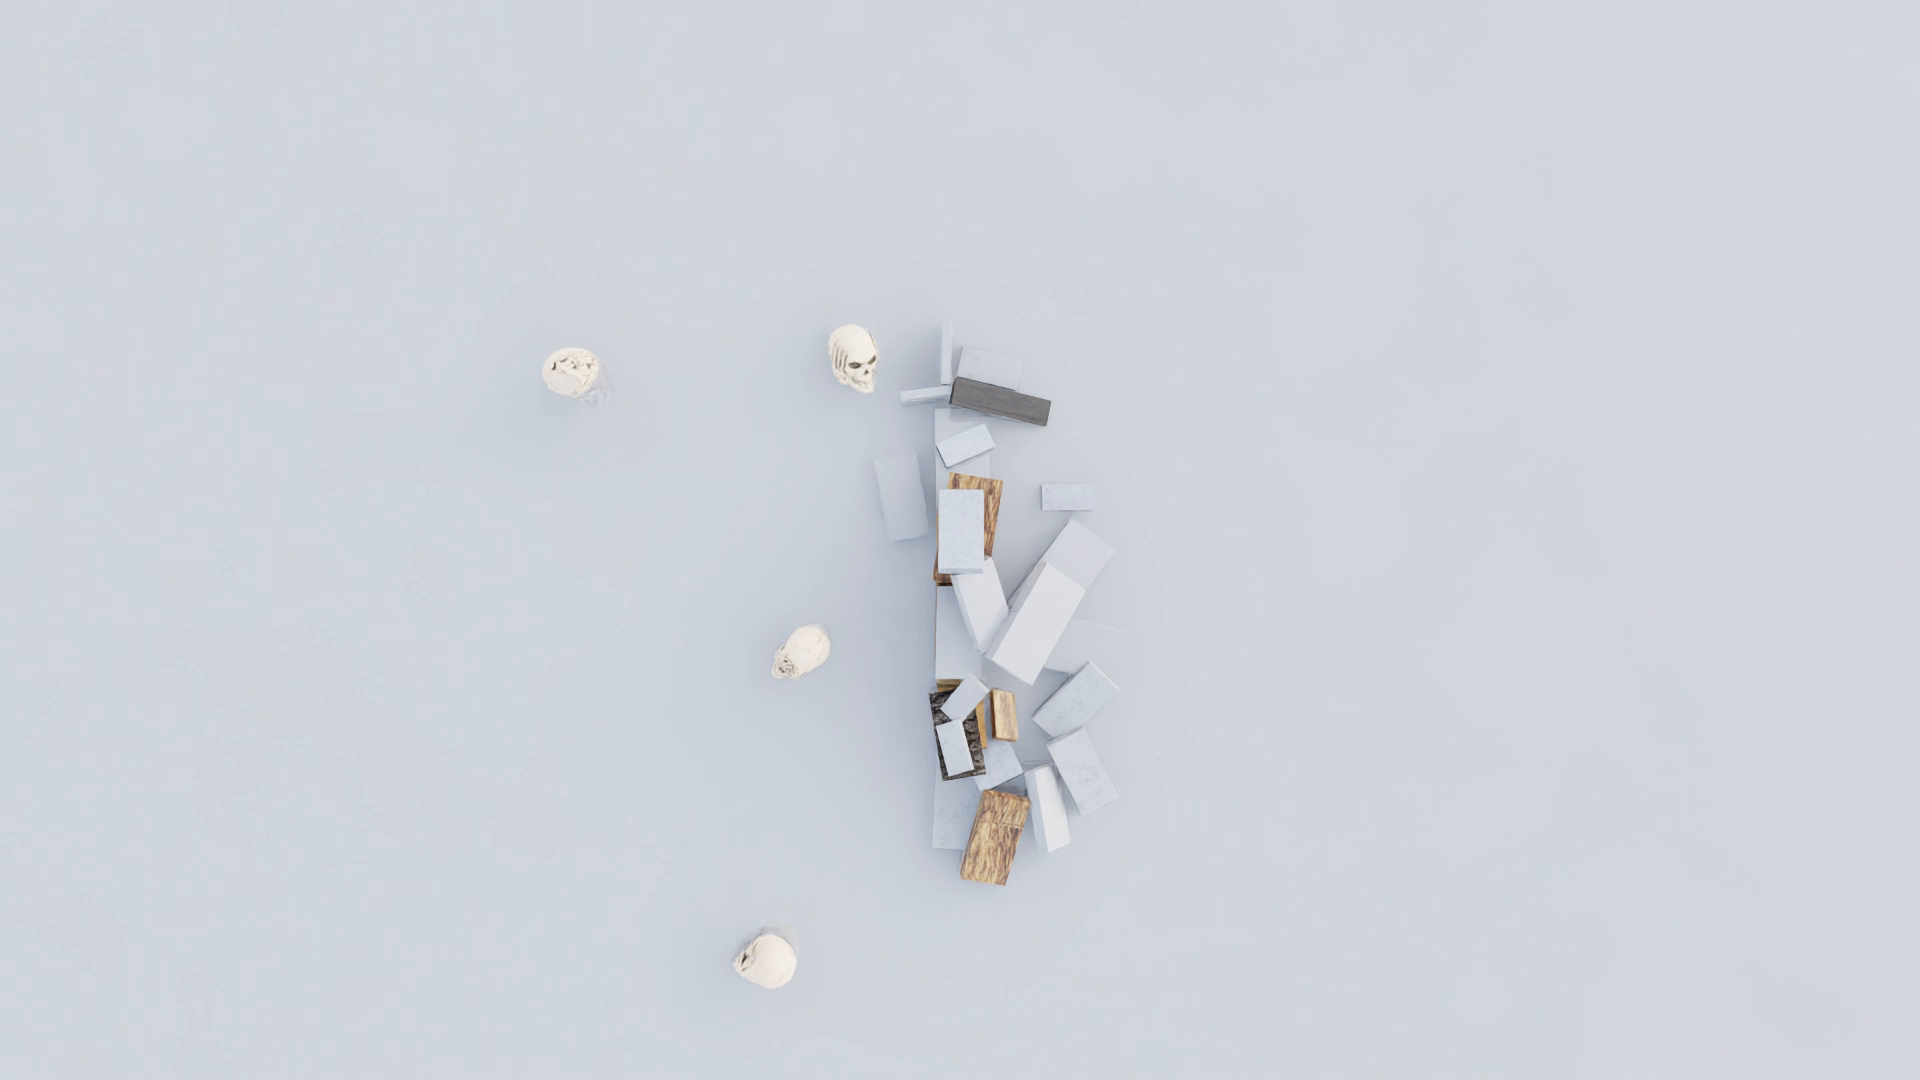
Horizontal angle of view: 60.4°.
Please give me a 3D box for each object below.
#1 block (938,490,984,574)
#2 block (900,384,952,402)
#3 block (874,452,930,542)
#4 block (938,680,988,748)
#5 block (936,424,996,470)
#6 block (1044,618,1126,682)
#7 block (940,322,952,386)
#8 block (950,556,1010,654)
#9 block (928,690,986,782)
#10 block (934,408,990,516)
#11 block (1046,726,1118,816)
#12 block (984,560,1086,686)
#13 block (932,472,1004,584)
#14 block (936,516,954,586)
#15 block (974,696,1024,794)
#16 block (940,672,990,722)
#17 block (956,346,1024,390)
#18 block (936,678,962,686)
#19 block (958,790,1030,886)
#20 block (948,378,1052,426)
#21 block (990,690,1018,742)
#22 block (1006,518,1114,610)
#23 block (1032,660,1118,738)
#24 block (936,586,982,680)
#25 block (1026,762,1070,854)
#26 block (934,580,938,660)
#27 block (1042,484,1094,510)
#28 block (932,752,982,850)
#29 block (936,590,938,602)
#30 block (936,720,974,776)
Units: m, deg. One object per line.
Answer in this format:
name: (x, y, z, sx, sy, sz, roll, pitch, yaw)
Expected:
block: (0.004, -0.028, 5.228, 0.140, 0.040, 0.281, 1, 63, 0)
block: (-0.092, -0.485, 5.449, 0.204, 0.102, 0.029, -7, 90, 0)
block: (-0.191, -0.144, 5.480, 0.140, 0.040, 0.281, -10, 90, 0)
block: (0.006, 0.548, 5.427, 0.143, 0.040, 0.285, -5, 77, 2)
block: (0.019, -0.306, 5.403, 0.175, 0.025, 0.087, -24, 76, -7)
block: (0.354, 0.346, 5.475, 0.359, 0.051, 0.180, 16, 90, 0)
block: (-0.044, -0.614, 5.448, 0.029, 0.102, 0.204, 1, 90, 3)
block: (0.074, 0.206, 5.268, 0.140, 0.040, 0.281, -27, 112, -24)
block: (-0.009, 0.630, 5.368, 0.143, 0.040, 0.285, -10, 77, 1)
block: (0.007, -0.259, 5.428, 0.176, 0.050, 0.351, -1, 74, -1)
block: (0.404, 0.762, 5.453, 0.135, 0.038, 0.269, -27, 102, 1)
block: (0.244, 0.268, 5.322, 0.180, 0.051, 0.359, 35, 80, -27)
block: (0.025, -0.031, 5.326, 0.175, 0.050, 0.351, 9, 85, 0)
block: (0.011, -0.026, 5.414, 0.176, 0.050, 0.351, -1, 74, -1)
block: (0.073, 0.662, 5.442, 0.155, 0.044, 0.310, -25, 78, -3)
block: (0.015, 0.514, 5.312, 0.083, 0.023, 0.166, 43, 119, 10)
block: (0.100, -0.571, 5.486, 0.204, 0.029, 0.102, 14, 90, 0)
block: (-0.001, 0.341, 5.434, 0.143, 0.040, 0.285, 1, 71, 0)
block: (0.113, 0.979, 5.420, 0.155, 0.044, 0.310, 12, 105, -15)
block: (0.134, -0.453, 5.430, 0.342, 0.025, 0.087, 12, 90, -20)
block: (0.144, 0.579, 5.435, 0.083, 0.023, 0.166, 12, 60, -26)
block: (0.333, 0.125, 5.443, 0.180, 0.051, 0.359, 37, 81, 3)
block: (0.381, 0.539, 5.449, 0.135, 0.038, 0.269, 43, 101, -6)
block: (-0.002, 0.301, 5.342, 0.149, 0.042, 0.298, 1, 84, 0)
block: (0.290, 0.882, 5.435, 0.038, 0.135, 0.269, -10, 90, 37)
block: (-0.007, 0.244, 5.424, 0.149, 0.042, 0.298, 1, 71, 0)
block: (0.360, -0.143, 5.488, 0.175, 0.025, 0.087, 0, 90, 0)
block: (-0.007, 0.868, 5.478, 0.155, 0.044, 0.310, 3, 90, 0)
block: (0.001, 0.055, 5.438, 0.149, 0.042, 0.298, 1, 74, 0)
block: (-0.017, 0.669, 5.311, 0.083, 0.023, 0.166, -21, 76, 24)
